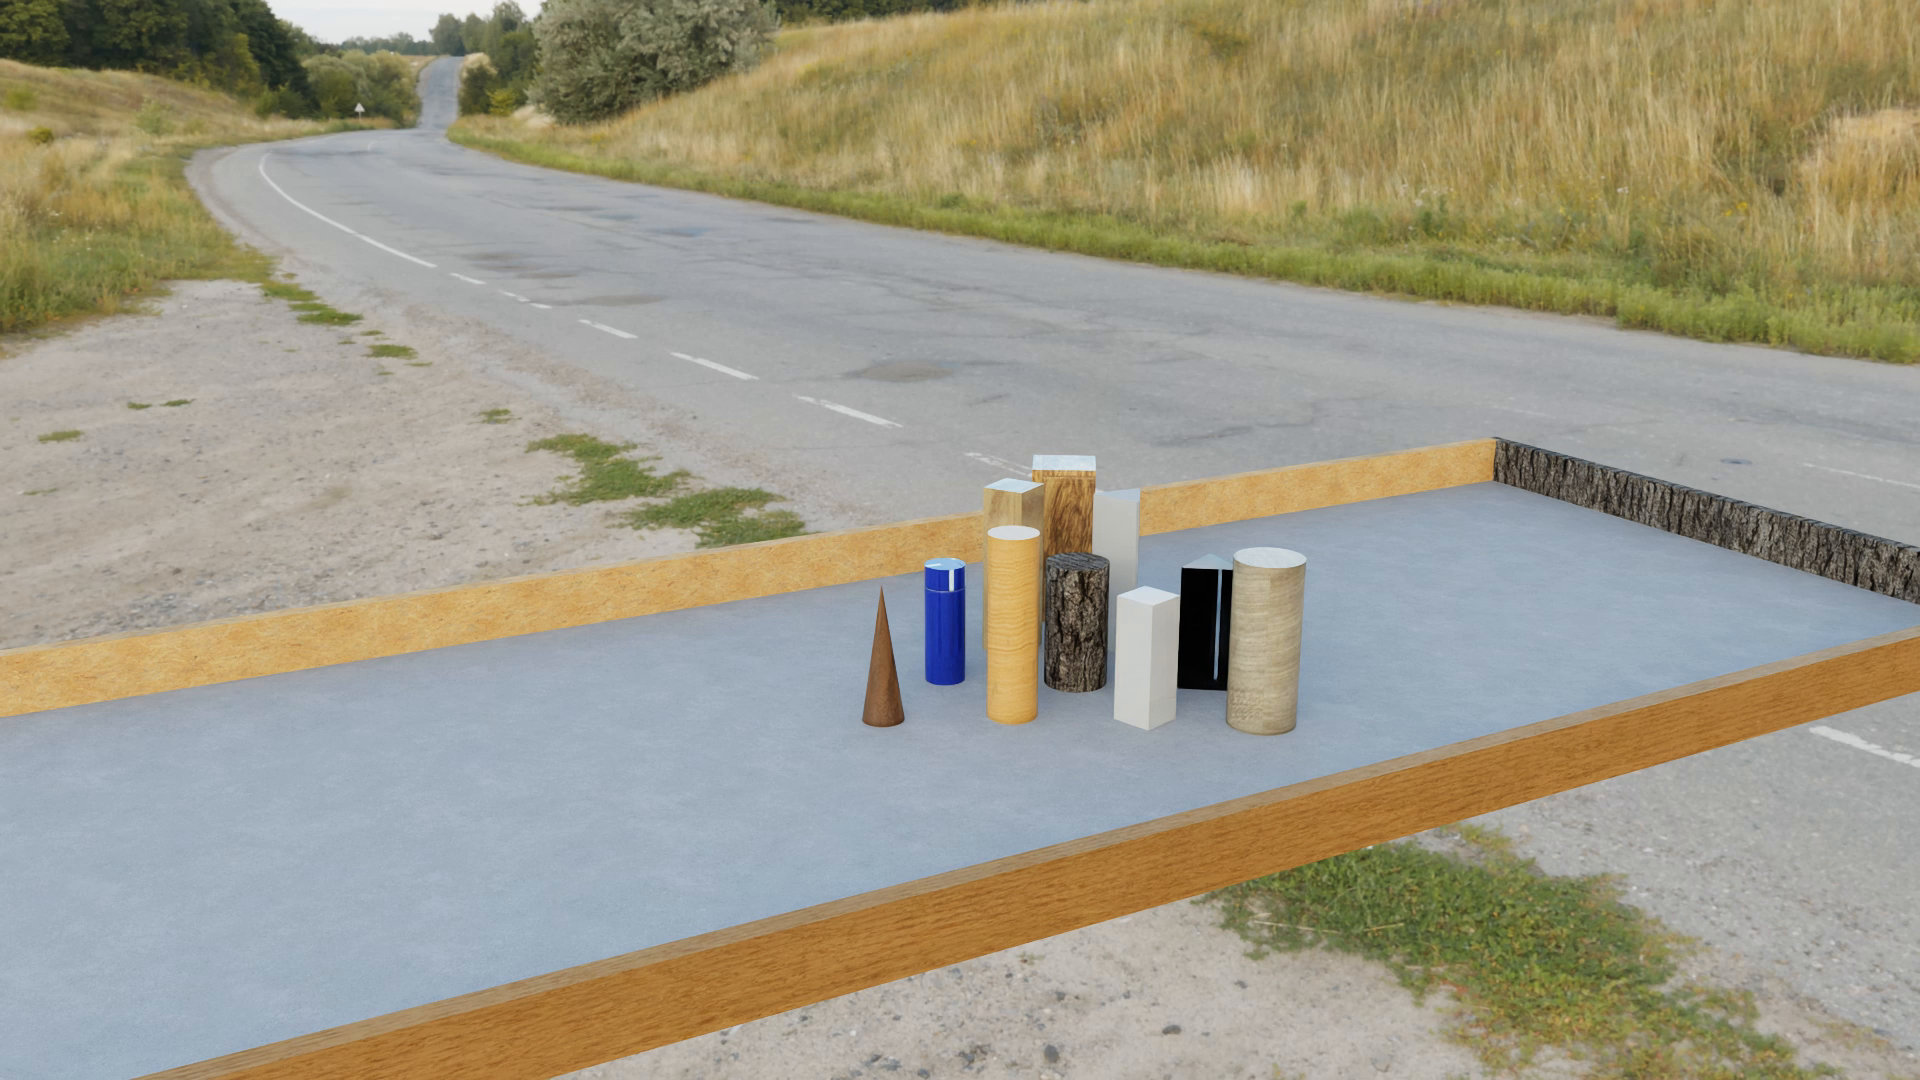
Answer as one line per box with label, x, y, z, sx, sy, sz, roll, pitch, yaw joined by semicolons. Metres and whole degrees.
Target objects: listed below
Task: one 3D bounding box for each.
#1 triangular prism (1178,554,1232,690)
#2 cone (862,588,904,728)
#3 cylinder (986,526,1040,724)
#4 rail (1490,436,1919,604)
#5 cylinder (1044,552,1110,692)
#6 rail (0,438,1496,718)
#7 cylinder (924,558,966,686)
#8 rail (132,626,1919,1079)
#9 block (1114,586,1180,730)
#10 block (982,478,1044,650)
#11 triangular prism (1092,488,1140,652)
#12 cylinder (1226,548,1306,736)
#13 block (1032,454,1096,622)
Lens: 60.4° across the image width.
triangular prism;0.619;0.203;4.108;0.144;0.314;0.124;2;16;7
cone;-0.182;0.263;3.863;0.101;0.336;0.101;0;16;0
cylinder;0.124;0.200;3.872;0.121;0.452;0.121;0;16;0
rail;2.466;-0.048;5.253;0.050;0.150;2.100;-9;18;-27
cylinder;0.290;0.204;4.103;0.157;0.314;0.157;0;16;0
rail;-3.305;0.497;3.399;12.000;0.150;0.050;-9;18;-27
cylinder;-0.037;0.204;4.125;0.102;0.302;0.102;0;16;0
rail;-2.336;1.006;1.665;12.000;0.150;0.050;-9;18;-27
block;0.438;0.276;3.870;0.104;0.307;0.104;15;22;42
block;0.139;0.072;4.325;0.115;0.443;0.115;10;19;31
triangular prism;0.436;0.078;4.349;0.136;0.418;0.118;12;20;35
cylinder;0.710;0.235;3.835;0.165;0.406;0.165;0;16;0
block;0.287;-0.004;4.599;0.172;0.435;0.172;1;16;4
